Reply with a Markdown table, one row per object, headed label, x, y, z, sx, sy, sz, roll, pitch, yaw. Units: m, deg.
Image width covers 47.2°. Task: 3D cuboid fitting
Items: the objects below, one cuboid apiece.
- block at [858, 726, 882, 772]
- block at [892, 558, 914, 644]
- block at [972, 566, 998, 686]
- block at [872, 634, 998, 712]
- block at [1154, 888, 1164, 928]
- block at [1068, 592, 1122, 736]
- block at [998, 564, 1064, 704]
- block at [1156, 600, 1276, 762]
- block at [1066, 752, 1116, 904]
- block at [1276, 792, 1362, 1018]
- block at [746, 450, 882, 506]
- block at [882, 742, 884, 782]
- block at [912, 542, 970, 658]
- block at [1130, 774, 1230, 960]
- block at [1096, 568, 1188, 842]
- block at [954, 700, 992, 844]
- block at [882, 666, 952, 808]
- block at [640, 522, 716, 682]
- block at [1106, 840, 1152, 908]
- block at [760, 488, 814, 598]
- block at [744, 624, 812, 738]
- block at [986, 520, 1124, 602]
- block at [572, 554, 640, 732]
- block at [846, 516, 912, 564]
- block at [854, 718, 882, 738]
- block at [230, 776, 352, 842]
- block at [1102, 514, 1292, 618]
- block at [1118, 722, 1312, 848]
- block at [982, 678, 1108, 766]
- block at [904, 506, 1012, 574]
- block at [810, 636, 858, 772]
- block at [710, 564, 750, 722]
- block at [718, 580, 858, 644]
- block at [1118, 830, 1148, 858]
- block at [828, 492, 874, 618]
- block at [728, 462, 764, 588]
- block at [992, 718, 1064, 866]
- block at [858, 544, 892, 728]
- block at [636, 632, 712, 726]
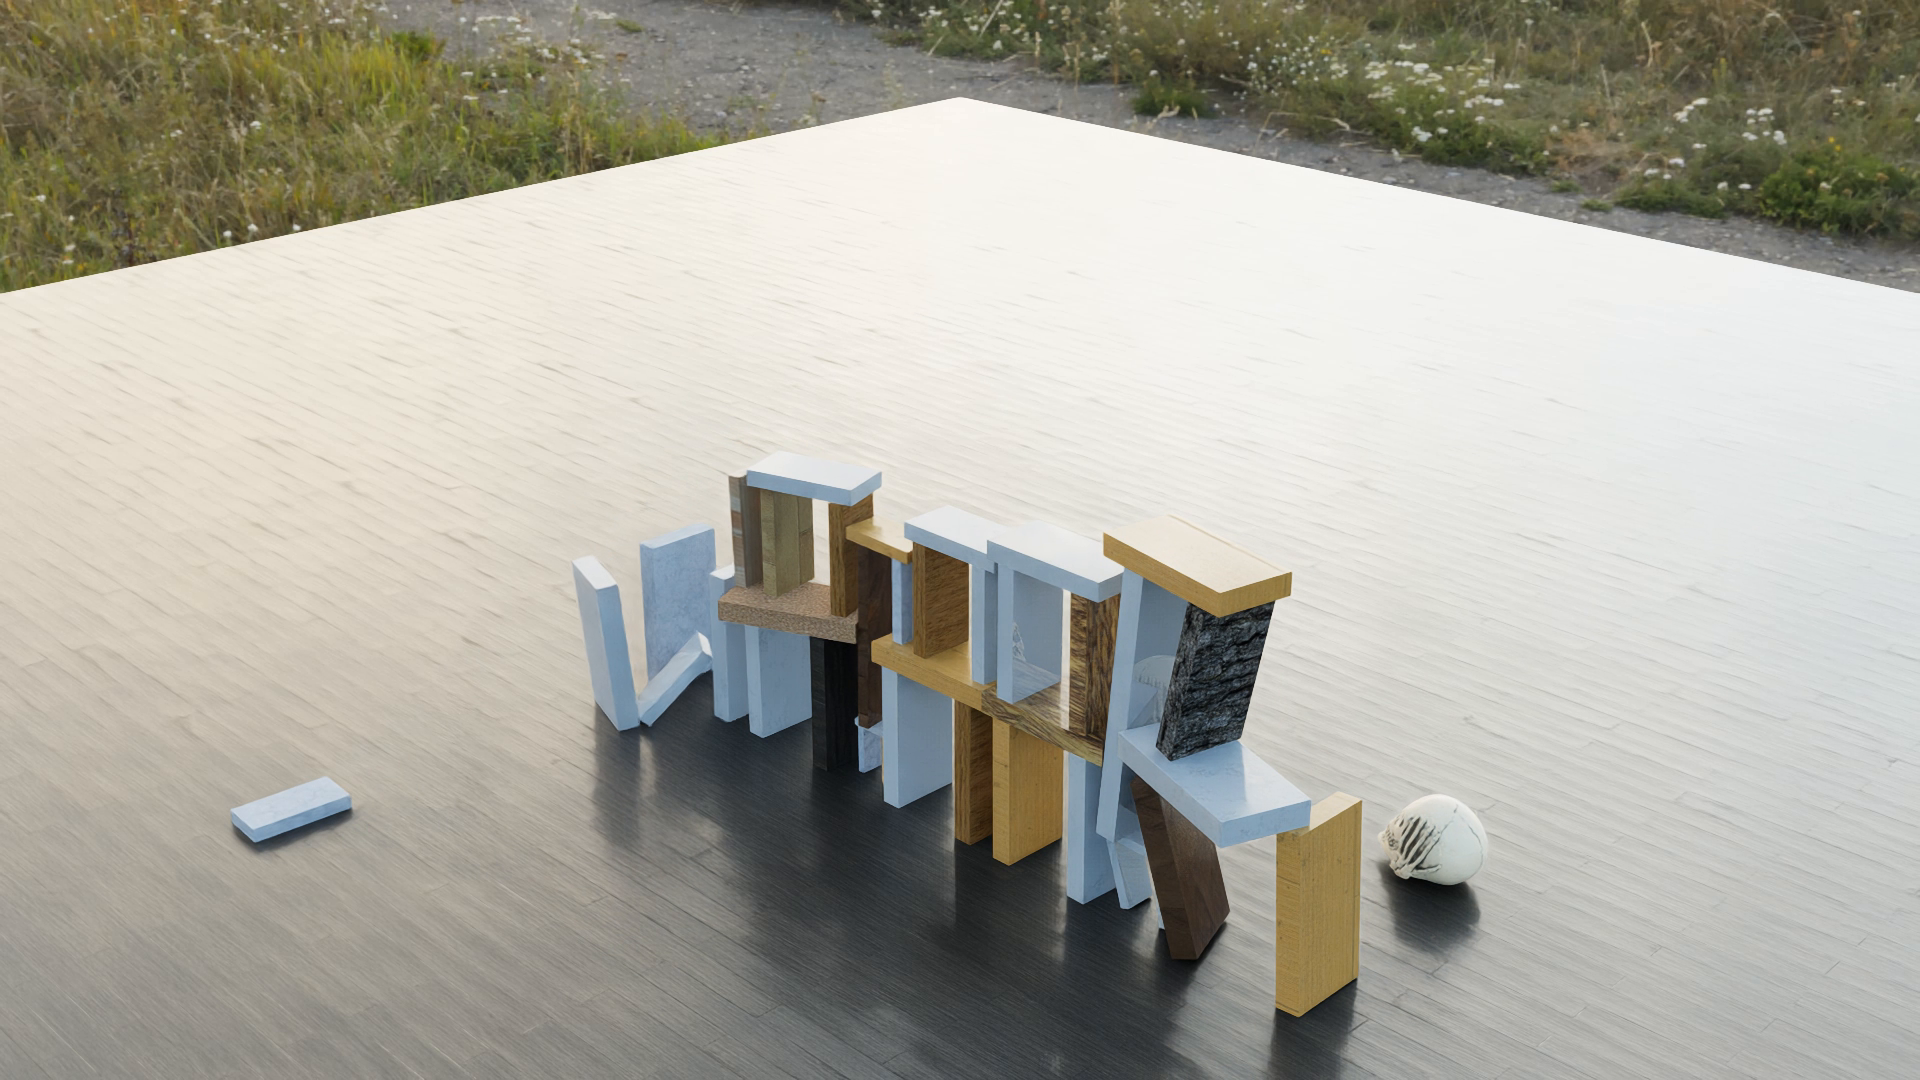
| label | x | y | z | sx | sy | sz | roll | pitch | yaw |
| --- | --- | --- | --- | --- | --- | --- | --- | --- | --- |
| block | -0.188 | 0.431 | 4.611 | 0.015 | 0.105 | 0.053 | 21 | 31 | 41 |
| block | -0.093 | 0.110 | 4.372 | 0.025 | 0.180 | 0.090 | 21 | 31 | 41 |
| block | 0.077 | 0.146 | 4.209 | 0.121 | 0.241 | 0.034 | -21 | 31 | -41 |
| block | -0.013 | 0.244 | 4.343 | 0.308 | 0.044 | 0.154 | 21 | 31 | 41 |
| block | 0.391 | 0.641 | 4.067 | 0.070 | 0.140 | 0.020 | -21 | 21 | -41 |
| block | 0.261 | 0.207 | 4.021 | 0.039 | 0.275 | 0.138 | 21 | 30 | 41 |
| block | 0.133 | 0.157 | 4.140 | 0.039 | 0.275 | 0.138 | 21 | 31 | 41 |
| block | 0.440 | 0.227 | 3.788 | 0.158 | 0.315 | 0.045 | -14 | 40 | -30 |
| block | 0.273 | 0.519 | 4.145 | 0.153 | 0.307 | 0.043 | -19 | 29 | -38 |
| block | 0.623 | 0.632 | 3.818 | 0.050 | 0.352 | 0.176 | 17 | 28 | 42 |
| block | -0.296 | -0.126 | 4.474 | 0.246 | 0.035 | 0.123 | 12 | 26 | 25 |
| block | -0.138 | 0.450 | 4.565 | 0.015 | 0.105 | 0.053 | 21 | 31 | 41 |
| block | -0.037 | 0.101 | 4.313 | 0.034 | 0.241 | 0.121 | 21 | 31 | 41 |
| block | 0.402 | 0.560 | 3.988 | 0.050 | 0.352 | 0.176 | -5 | 18 | 30 |
| block | 0.340 | 0.279 | 3.979 | 0.158 | 0.556 | 0.045 | -21 | 36 | -40 |
| block | 0.059 | 0.434 | 4.344 | 0.044 | 0.308 | 0.154 | 21 | 31 | 41 |
| block | -0.086 | 0.377 | 4.478 | 0.044 | 0.308 | 0.154 | 21 | 31 | 41 |
| block | -0.631 | 0.148 | 4.970 | 0.172 | 0.345 | 0.049 | -21 | 31 | -40 |
| block | 0.319 | 0.614 | 4.134 | 0.070 | 0.140 | 0.020 | -21 | 13 | -41 |
| block | -0.358 | -0.017 | 4.576 | 0.035 | 0.246 | 0.123 | 16 | 28 | 33 |
| block | -0.386 | 0.257 | 4.756 | 0.156 | 0.311 | 0.044 | -21 | 30 | -40 |
| block | 0.196 | 0.036 | 4.021 | 0.275 | 0.039 | 0.138 | 21 | 31 | 41 |
| block | -0.771 | 0.224 | 4.787 | 0.049 | 0.345 | 0.172 | -16 | 27 | -22 |
| block | -0.133 | -0.001 | 4.370 | 0.090 | 0.025 | 0.180 | -21 | 31 | -40 |
| block | -0.163 | 0.385 | 4.565 | 0.105 | 0.015 | 0.053 | 21 | 31 | 40 |
| block | -1.351 | 0.543 | 4.443 | 0.209 | 0.030 | 0.104 | -19 | 30 | -38 |
| block | 0.403 | 0.040 | 3.769 | 0.157 | 0.045 | 0.315 | -15 | 27 | -31 |
| block | 0.437 | 0.413 | 3.821 | 0.176 | 0.050 | 0.352 | -11 | 25 | -23 |
| block | 0.204 | 0.330 | 4.141 | 0.307 | 0.043 | 0.153 | 21 | 31 | 41 |
| block | 0.020 | -0.003 | 4.207 | 0.241 | 0.034 | 0.121 | 21 | 31 | 41 |
| block | -0.239 | 0.315 | 4.620 | 0.044 | 0.311 | 0.156 | 21 | 31 | 40 |
| block | -0.462 | 0.211 | 4.821 | 0.049 | 0.345 | 0.172 | 21 | 31 | 39 |
| block | -0.329 | 0.140 | 4.576 | 0.311 | 0.044 | 0.156 | 9 | 25 | 20 |
| block | 0.334 | 0.549 | 4.081 | 0.070 | 0.020 | 0.140 | -19 | 28 | -37 |
| block | -0.221 | 0.021 | 4.487 | 0.035 | 0.246 | 0.123 | 11 | 25 | 24 |
| block | -0.433 | -0.033 | 4.611 | 0.030 | 0.247 | 0.104 | 14 | 27 | 34 |
| block | 0.133 | 0.464 | 4.275 | 0.043 | 0.307 | 0.153 | 21 | 31 | 41 |
| block | -0.170 | 0.184 | 4.492 | 0.025 | 0.411 | 0.090 | 17 | 28 | 32 |
| block | -0.628 | 0.304 | 4.826 | 0.030 | 0.209 | 0.104 | 40 | 9 | -25 |
